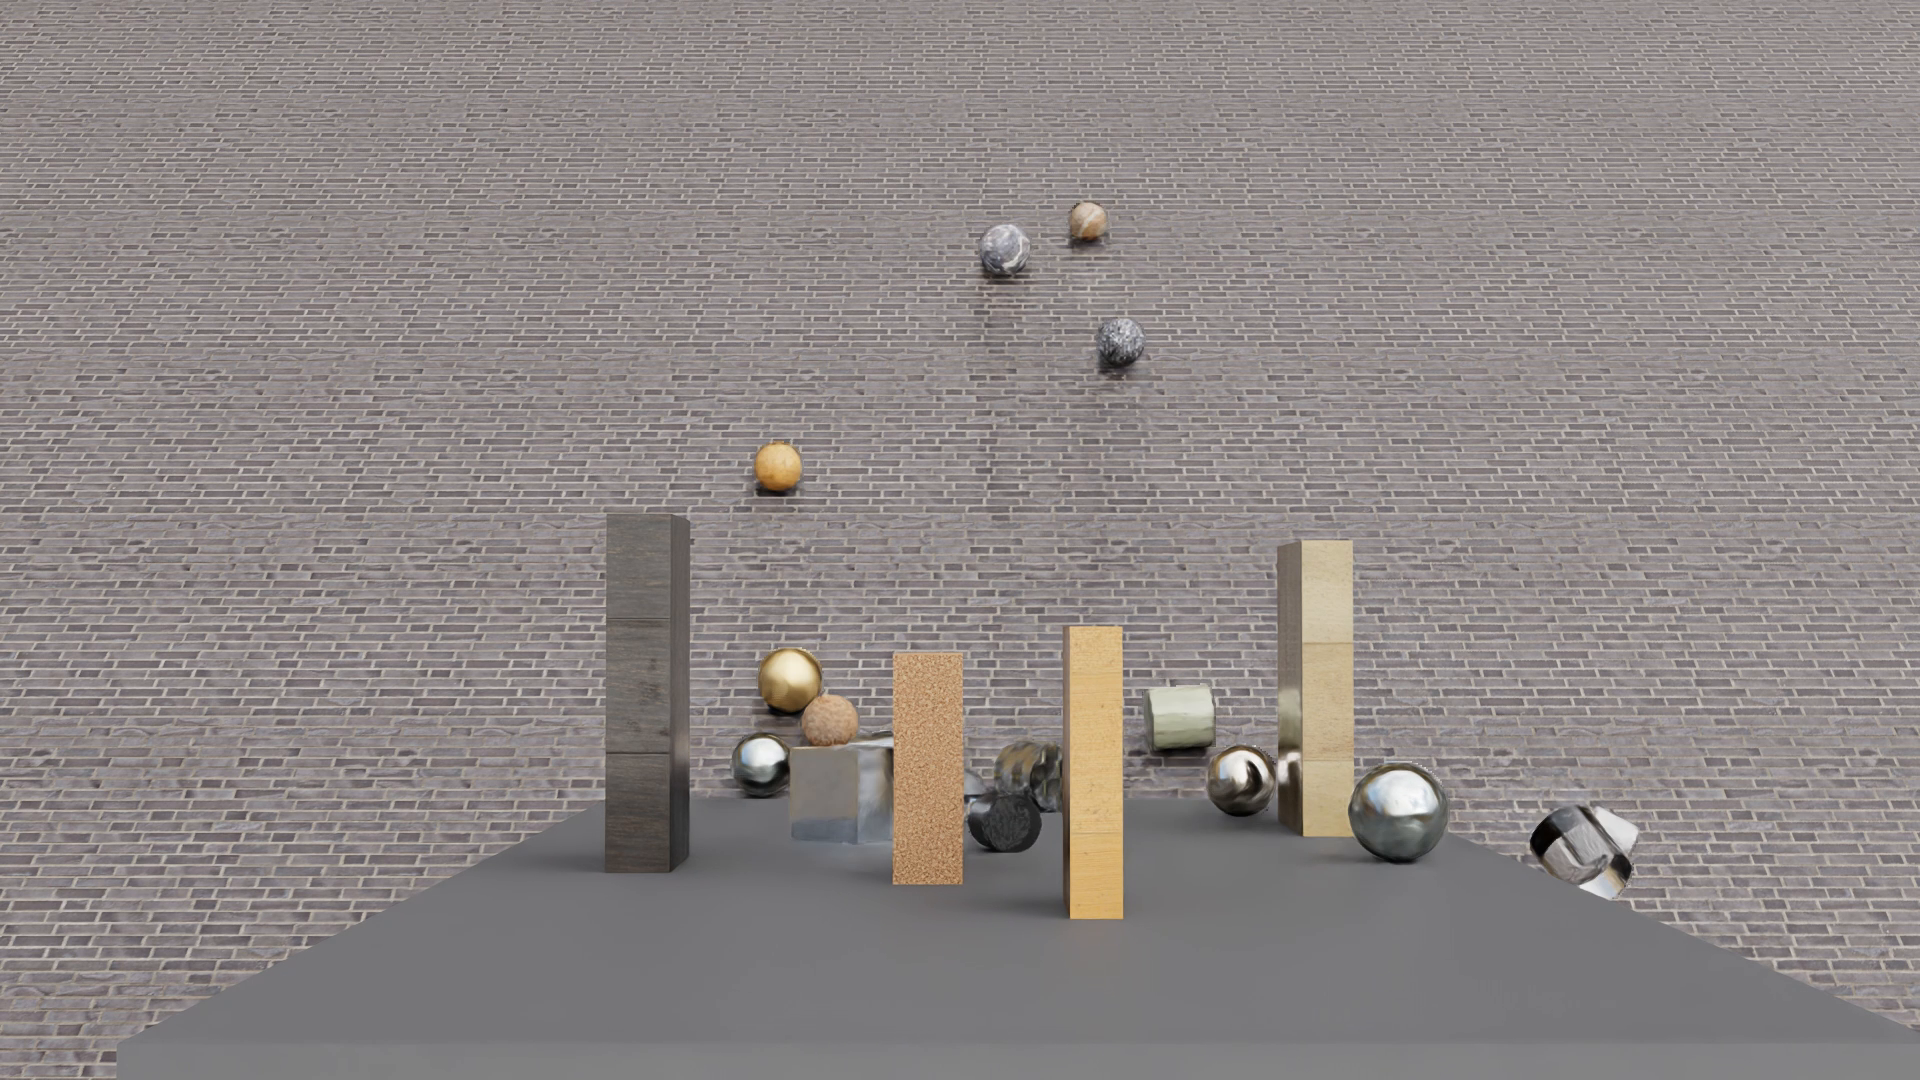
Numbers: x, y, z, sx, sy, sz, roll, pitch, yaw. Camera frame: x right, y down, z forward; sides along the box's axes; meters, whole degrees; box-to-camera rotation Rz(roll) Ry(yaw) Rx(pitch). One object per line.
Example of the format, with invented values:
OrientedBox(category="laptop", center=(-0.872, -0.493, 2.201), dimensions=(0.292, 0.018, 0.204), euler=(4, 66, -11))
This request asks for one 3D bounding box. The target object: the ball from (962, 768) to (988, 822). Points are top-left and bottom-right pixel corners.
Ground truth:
OrientedBox(category="ball", center=(0.001, 0.591, 6.028), dimensions=(0.125, 0.125, 0.125), euler=(0, 35, 0))

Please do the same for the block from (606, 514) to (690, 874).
OrientedBox(category="block", center=(-0.594, 0.288, 4.964), dimensions=(0.119, 0.662, 0.349), euler=(0, -2, 0))

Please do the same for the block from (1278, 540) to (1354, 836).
OrientedBox(category="block", center=(0.794, 0.327, 5.826), dimensions=(0.110, 0.638, 0.436), euler=(0, -2, 0))

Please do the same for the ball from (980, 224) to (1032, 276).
OrientedBox(category="ball", center=(0.161, -1.034, 9.256), dimensions=(0.185, 0.185, 0.185), euler=(0, 35, 0))

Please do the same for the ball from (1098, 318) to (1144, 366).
OrientedBox(category="ball", center=(0.543, -0.670, 8.759), dimensions=(0.160, 0.160, 0.160), euler=(0, 35, 0))

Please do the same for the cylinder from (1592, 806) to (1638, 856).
OrientedBox(category="cylinder", center=(1.677, 0.765, 6.724), dimensions=(0.114, 0.114, 0.114), euler=(27, 40, 5))

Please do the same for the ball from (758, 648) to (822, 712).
OrientedBox(category="ball", center=(-0.474, 0.390, 7.233), dimensions=(0.179, 0.179, 0.179), euler=(0, 35, 0))

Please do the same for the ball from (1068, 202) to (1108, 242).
OrientedBox(category="ball", center=(0.467, -1.159, 9.472), dimensions=(0.141, 0.141, 0.141), euler=(0, 35, 0))

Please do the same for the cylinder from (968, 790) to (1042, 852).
OrientedBox(category="cylinder", center=(0.090, 0.570, 5.254), dimensions=(0.117, 0.117, 0.117), euler=(-13, 2, -17))

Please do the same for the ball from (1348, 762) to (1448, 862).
OrientedBox(category="ball", center=(0.845, 0.525, 5.011), dimensions=(0.191, 0.191, 0.191), euler=(0, 35, 0))

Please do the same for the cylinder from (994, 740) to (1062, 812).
OrientedBox(category="cylinder", center=(0.195, 0.579, 6.374), dimensions=(0.165, 0.165, 0.165), euler=(-24, 12, -30))

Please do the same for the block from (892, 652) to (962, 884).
OrientedBox(category="block", center=(-0.057, 0.411, 4.770), dimensions=(0.123, 0.403, 0.377), euler=(0, -2, 0))

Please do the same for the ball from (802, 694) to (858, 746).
OrientedBox(category="ball", center=(-0.355, 0.498, 7.101), dimensions=(0.154, 0.154, 0.154), euler=(0, 35, 0))

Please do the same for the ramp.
OrientedBox(category="ramp", center=(0.077, 0.665, 4.838), dimensions=(2.000, 0.100, 4.000), euler=(0, -2, 0))

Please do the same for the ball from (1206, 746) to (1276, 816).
OrientedBox(category="ball", center=(0.668, 0.573, 6.174), dimensions=(0.169, 0.169, 0.169), euler=(0, 35, 0))

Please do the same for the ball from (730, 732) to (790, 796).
OrientedBox(category="ball", center=(-0.527, 0.599, 6.933), dimensions=(0.169, 0.169, 0.169), euler=(0, 35, 0))

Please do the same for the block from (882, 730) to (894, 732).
OrientedBox(category="block", center=(-0.113, 0.585, 6.907), dimensions=(0.143, 0.143, 0.143), euler=(-3, -13, 25))

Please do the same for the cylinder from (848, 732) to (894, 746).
OrientedBox(category="cylinder", center=(-0.189, 0.584, 6.759), dimensions=(0.167, 0.167, 0.167), euler=(-8, 31, 21))

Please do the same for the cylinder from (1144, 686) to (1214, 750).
OrientedBox(category="cylinder", center=(0.599, 0.486, 7.105), dimensions=(0.166, 0.166, 0.166), euler=(-4, 35, -5))

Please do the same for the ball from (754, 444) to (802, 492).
OrientedBox(category="ball", center=(-0.570, -0.228, 8.137), dimensions=(0.151, 0.151, 0.151), euler=(0, 35, 0))

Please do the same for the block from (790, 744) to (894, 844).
OrientedBox(category="block", center=(-0.224, 0.540, 5.547), dimensions=(0.194, 0.194, 0.194), euler=(-2, -2, 40))

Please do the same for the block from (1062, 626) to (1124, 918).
OrientedBox(category="block", center=(0.213, 0.367, 4.192), dimensions=(0.082, 0.454, 0.288), euler=(0, -2, 0))

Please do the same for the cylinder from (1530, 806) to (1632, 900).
OrientedBox(category="cylinder", center=(1.409, 0.720, 5.901), dimensions=(0.165, 0.165, 0.165), euler=(-11, 39, -15))
